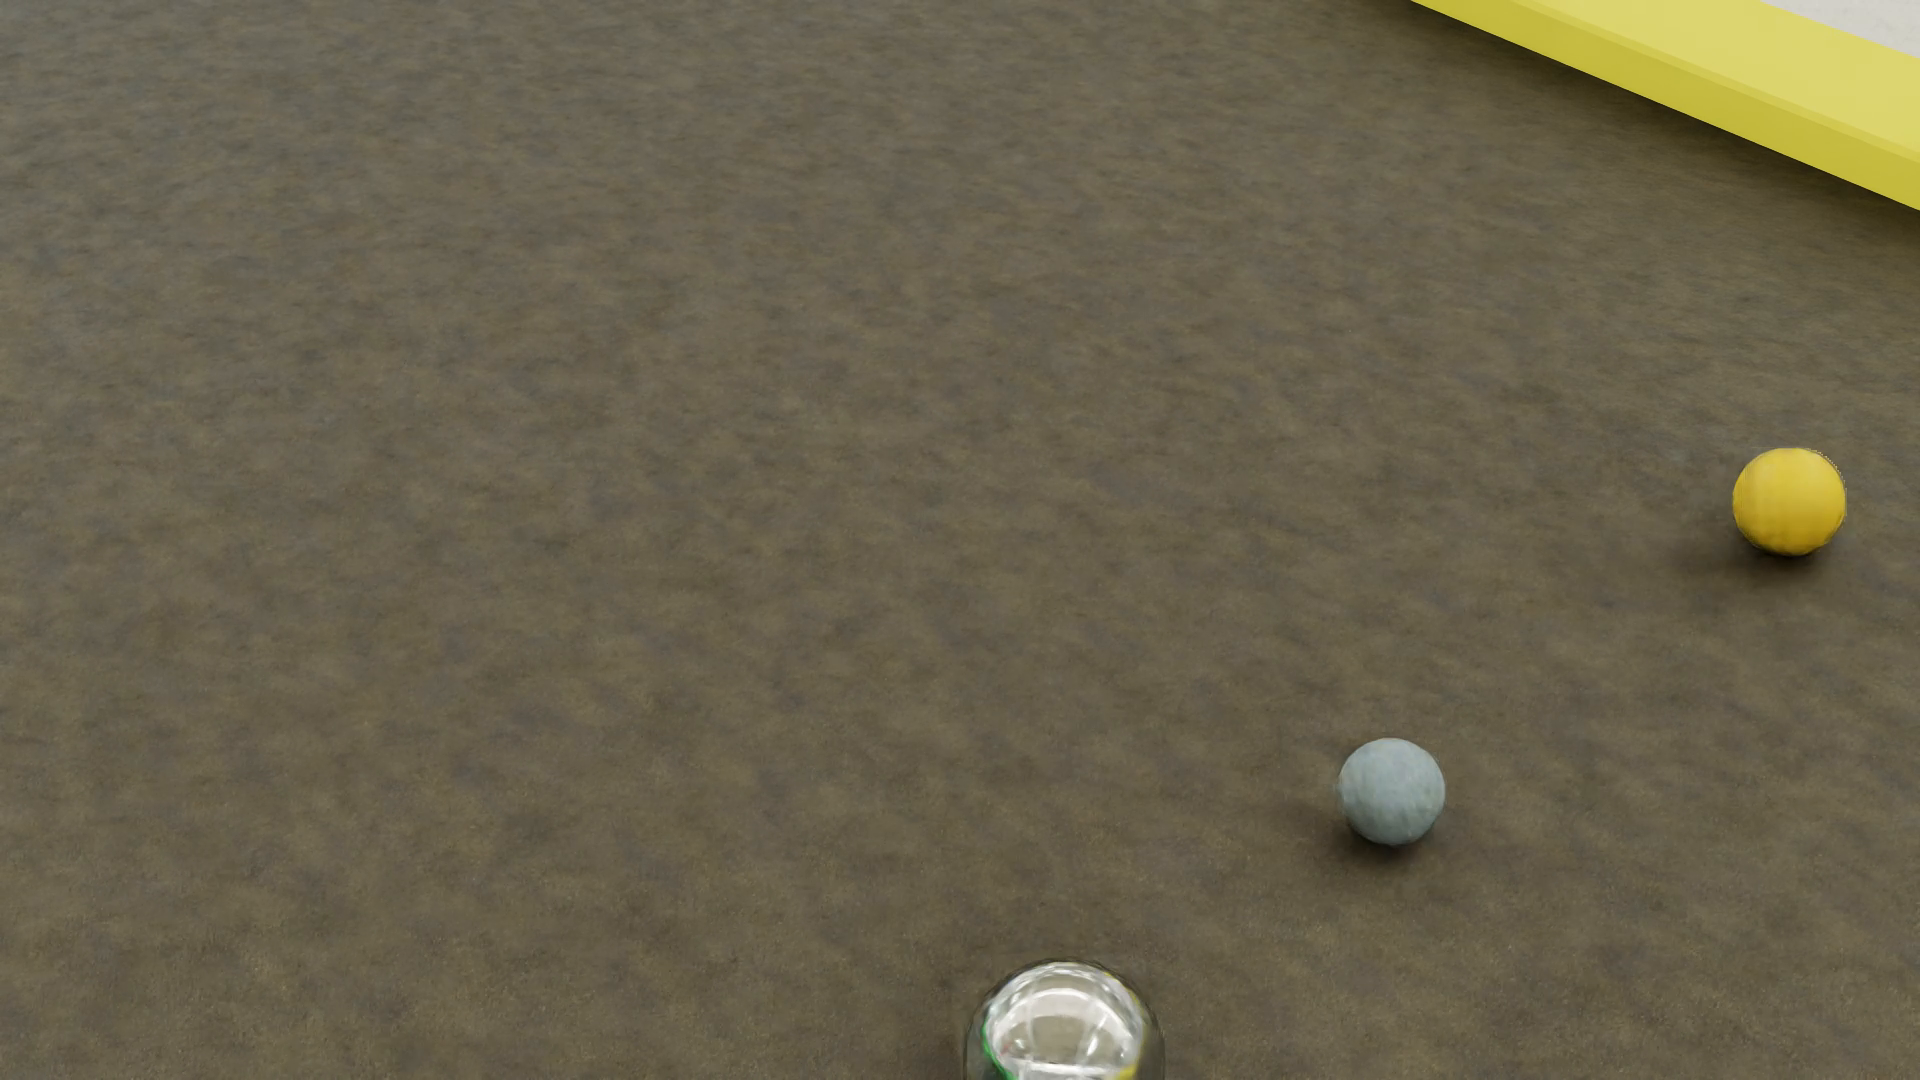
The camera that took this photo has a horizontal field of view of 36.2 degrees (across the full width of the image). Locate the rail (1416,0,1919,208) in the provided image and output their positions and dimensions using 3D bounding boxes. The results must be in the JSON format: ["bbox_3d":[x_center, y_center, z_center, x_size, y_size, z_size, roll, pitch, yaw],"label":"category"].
[{"bbox_3d":[0.385,-0.678,3.170,0.045,0.128,4.128,-15,31,-27],"label":"rail"}]

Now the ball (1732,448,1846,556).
[{"bbox_3d":[0.556,-0.025,1.975,0.074,0.074,0.074,0,27,0],"label":"ball"}]

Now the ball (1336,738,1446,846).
[{"bbox_3d":[0.244,0.142,1.665,0.061,0.061,0.061,0,27,0],"label":"ball"}]

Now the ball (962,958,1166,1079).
[{"bbox_3d":[0.050,0.251,1.416,0.098,0.098,0.098,0,27,0],"label":"ball"}]
